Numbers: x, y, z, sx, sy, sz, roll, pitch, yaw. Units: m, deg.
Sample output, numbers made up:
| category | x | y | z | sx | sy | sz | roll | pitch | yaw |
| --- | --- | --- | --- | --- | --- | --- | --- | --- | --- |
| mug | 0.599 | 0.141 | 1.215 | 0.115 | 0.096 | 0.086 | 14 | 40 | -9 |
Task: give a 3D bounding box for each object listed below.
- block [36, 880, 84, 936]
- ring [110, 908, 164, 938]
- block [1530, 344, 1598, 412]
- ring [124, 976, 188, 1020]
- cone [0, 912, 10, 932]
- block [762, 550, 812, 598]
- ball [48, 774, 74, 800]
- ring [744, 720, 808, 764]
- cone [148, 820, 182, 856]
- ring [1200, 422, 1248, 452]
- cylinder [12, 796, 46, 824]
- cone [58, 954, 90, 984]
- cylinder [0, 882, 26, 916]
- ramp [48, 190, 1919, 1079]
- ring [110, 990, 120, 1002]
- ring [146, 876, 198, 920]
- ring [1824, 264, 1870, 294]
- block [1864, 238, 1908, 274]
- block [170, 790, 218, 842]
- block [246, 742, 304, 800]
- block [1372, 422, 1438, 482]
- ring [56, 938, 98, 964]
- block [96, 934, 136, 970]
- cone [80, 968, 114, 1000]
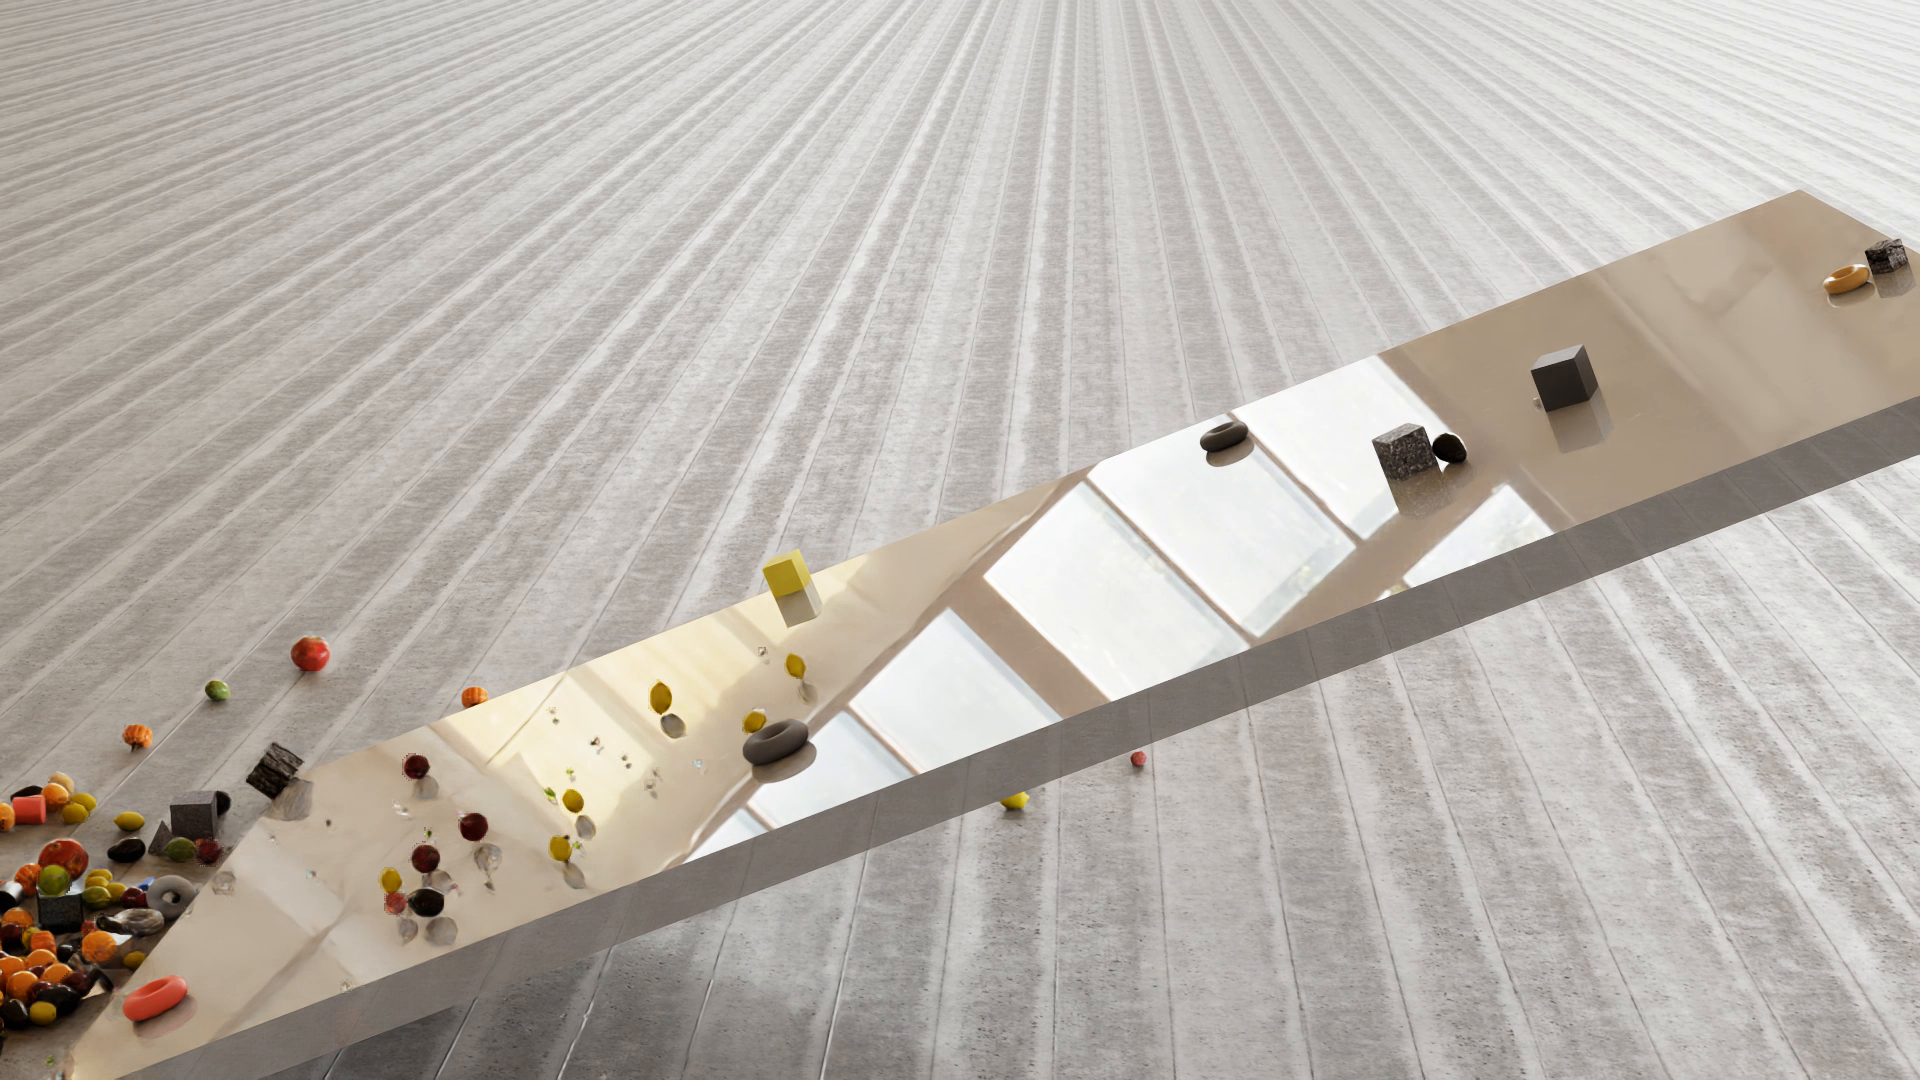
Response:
| category | x | y | z | sx | sy | sz | roll | pitch | yaw |
| --- | --- | --- | --- | --- | --- | --- | --- | --- | --- |
| block | -2.062 | 0.844 | 6.741 | 0.091 | 0.091 | 0.091 | -6 | 15 | -22 |
| ring | -1.880 | 0.876 | 6.722 | 0.121 | 0.040 | 0.121 | 1 | 15 | 0 |
| block | 1.230 | -0.329 | 5.983 | 0.094 | 0.094 | 0.094 | -16 | 14 | 29 |
| ring | -1.612 | 0.918 | 5.893 | 0.135 | 0.045 | 0.135 | -21 | 13 | 5 |
| cone | -2.231 | 0.842 | 6.734 | 0.100 | 0.100 | 0.100 | 0 | 14 | 0 |
| block | -0.427 | 0.083 | 7.244 | 0.081 | 0.081 | 0.081 | -19 | 13 | 16 |
| ball | -2.328 | 0.638 | 7.616 | 0.066 | 0.066 | 0.066 | 0 | 14 | 0 |
| ring | -0.367 | 0.402 | 5.852 | 0.139 | 0.046 | 0.139 | -21 | 13 | 5 |
| cone | -1.960 | 0.726 | 7.235 | 0.082 | 0.082 | 0.082 | 0 | 14 | 0 |
| ring | 0.615 | -0.242 | 6.852 | 0.120 | 0.040 | 0.120 | -22 | 11 | 4 |
| cylinder | -2.354 | 0.682 | 7.435 | 0.069 | 0.069 | 0.069 | -2 | 14 | -7 |
| cone | -1.918 | 0.953 | 6.427 | 0.075 | 0.075 | 0.075 | 27 | 15 | -2 |
| cylinder | -2.215 | 0.835 | 6.838 | 0.063 | 0.063 | 0.063 | 0 | 14 | 1 |
| ramp | 0.125 | 0.173 | 6.289 | 4.000 | 0.100 | 2.000 | -21 | 12 | 7 |
| ring | -1.787 | 0.983 | 6.323 | 0.077 | 0.026 | 0.077 | -1 | 13 | 0 |
| ring | -1.815 | 0.824 | 6.774 | 0.116 | 0.116 | 0.039 | -1 | 25 | -6 |
| ring | 1.795 | -0.528 | 5.957 | 0.095 | 0.032 | 0.095 | -25 | 14 | 7 |
| block | 1.877 | -0.574 | 5.959 | 0.053 | 0.053 | 0.053 | -30 | 14 | -30 |
| block | -1.911 | 0.690 | 7.339 | 0.100 | 0.100 | 0.100 | -2 | 14 | -7 |
| block | -1.738 | 0.586 | 7.460 | 0.089 | 0.089 | 0.089 | 37 | 26 | -8 |
| block | 0.899 | -0.178 | 5.950 | 0.086 | 0.086 | 0.086 | -25 | 12 | -11 |
| ring | -1.961 | 0.918 | 6.562 | 0.109 | 0.036 | 0.109 | -1 | 14 | 0 |
| block | -1.875 | 0.914 | 6.530 | 0.059 | 0.059 | 0.059 | 3 | 14 | 13 |
| cone | -1.878 | 0.971 | 6.360 | 0.067 | 0.067 | 0.067 | 13 | 46 | 42 |
